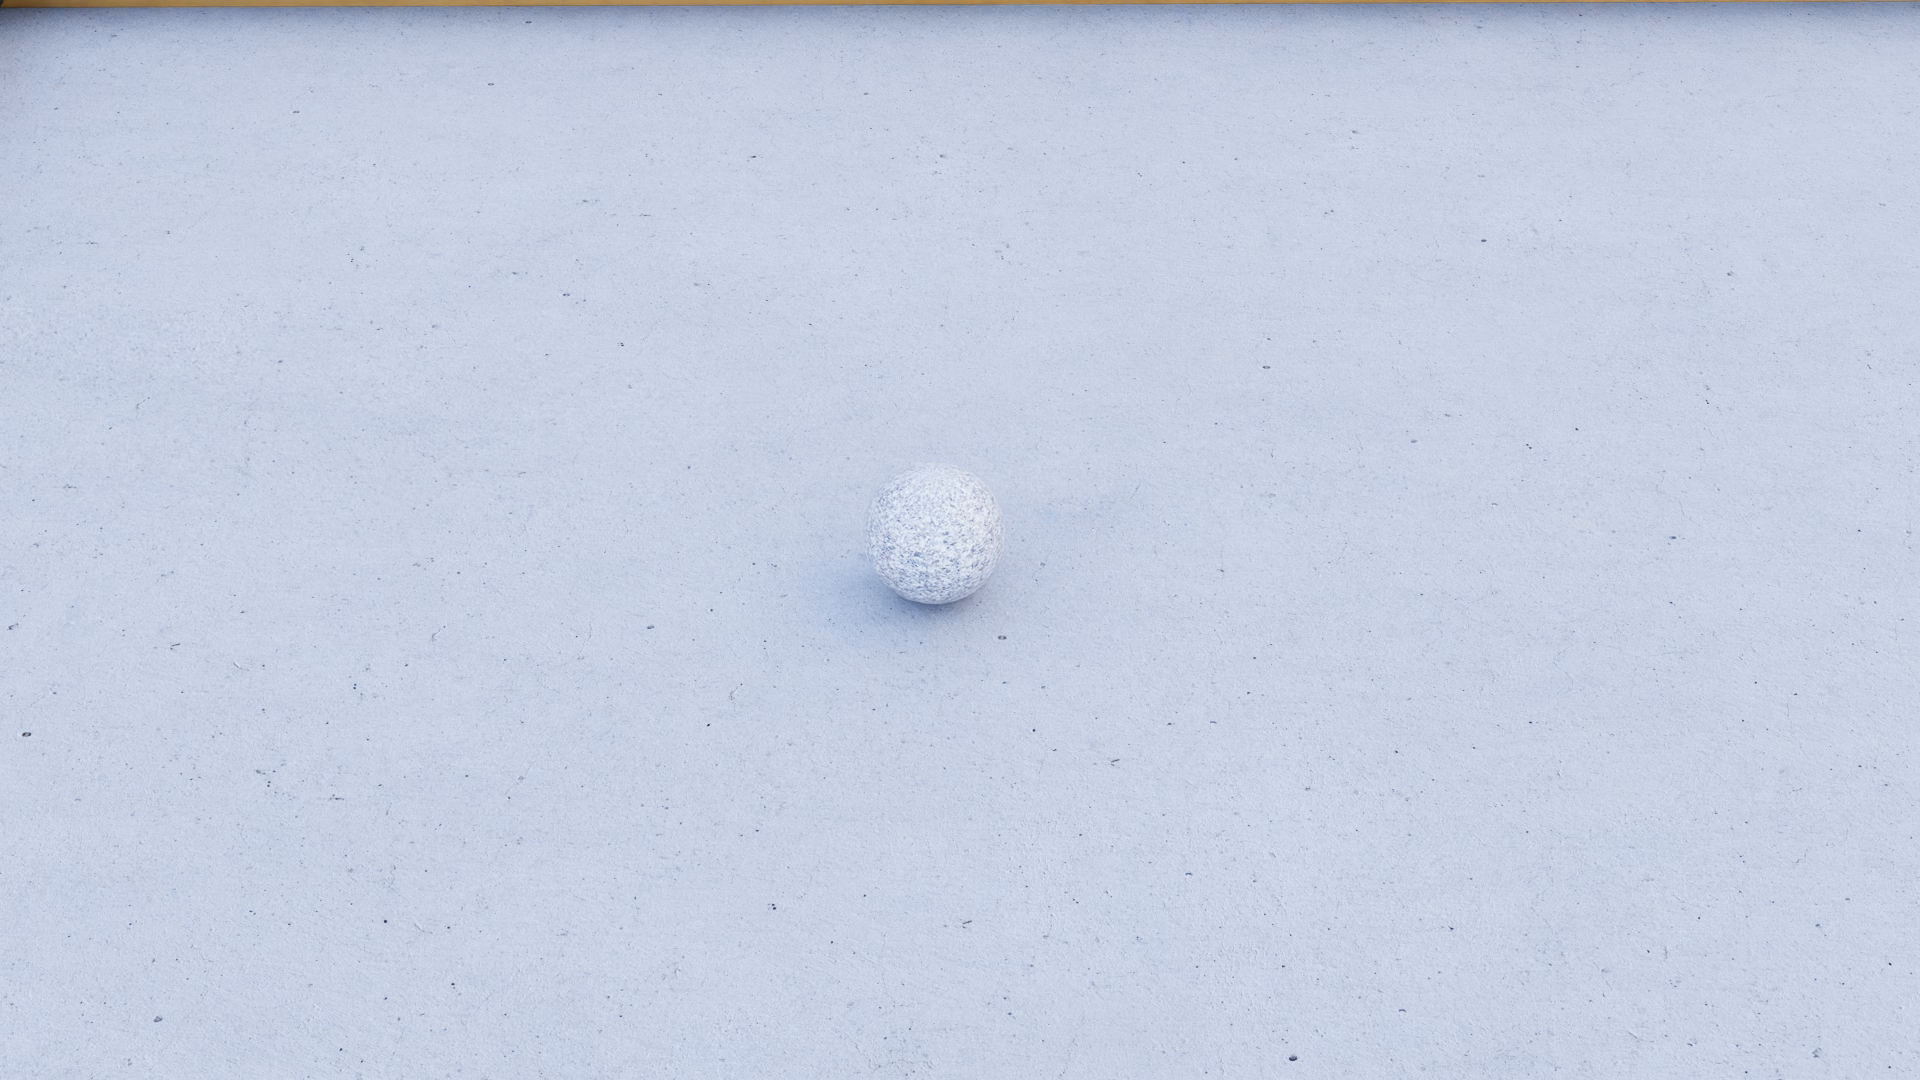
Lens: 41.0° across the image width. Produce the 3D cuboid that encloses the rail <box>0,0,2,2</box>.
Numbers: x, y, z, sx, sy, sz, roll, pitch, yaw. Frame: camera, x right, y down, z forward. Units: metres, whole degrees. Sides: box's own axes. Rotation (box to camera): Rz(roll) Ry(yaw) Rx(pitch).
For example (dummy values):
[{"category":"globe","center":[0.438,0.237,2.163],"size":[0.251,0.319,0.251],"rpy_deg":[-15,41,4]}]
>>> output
[{"category":"rail","center":[-0.867,-0.017,1.632],"size":[0.045,0.119,1.799],"rpy_deg":[0,36,0]}]

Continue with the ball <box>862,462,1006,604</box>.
[{"category":"ball","center":[-0.017,-0.005,1.639],"size":[0.092,0.092,0.092],"rpy_deg":[0,36,0]}]

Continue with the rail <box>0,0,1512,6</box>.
[{"category":"rail","center":[0.884,-0.541,2.350],"size":[3.563,0.119,0.045],"rpy_deg":[0,36,0]}]
